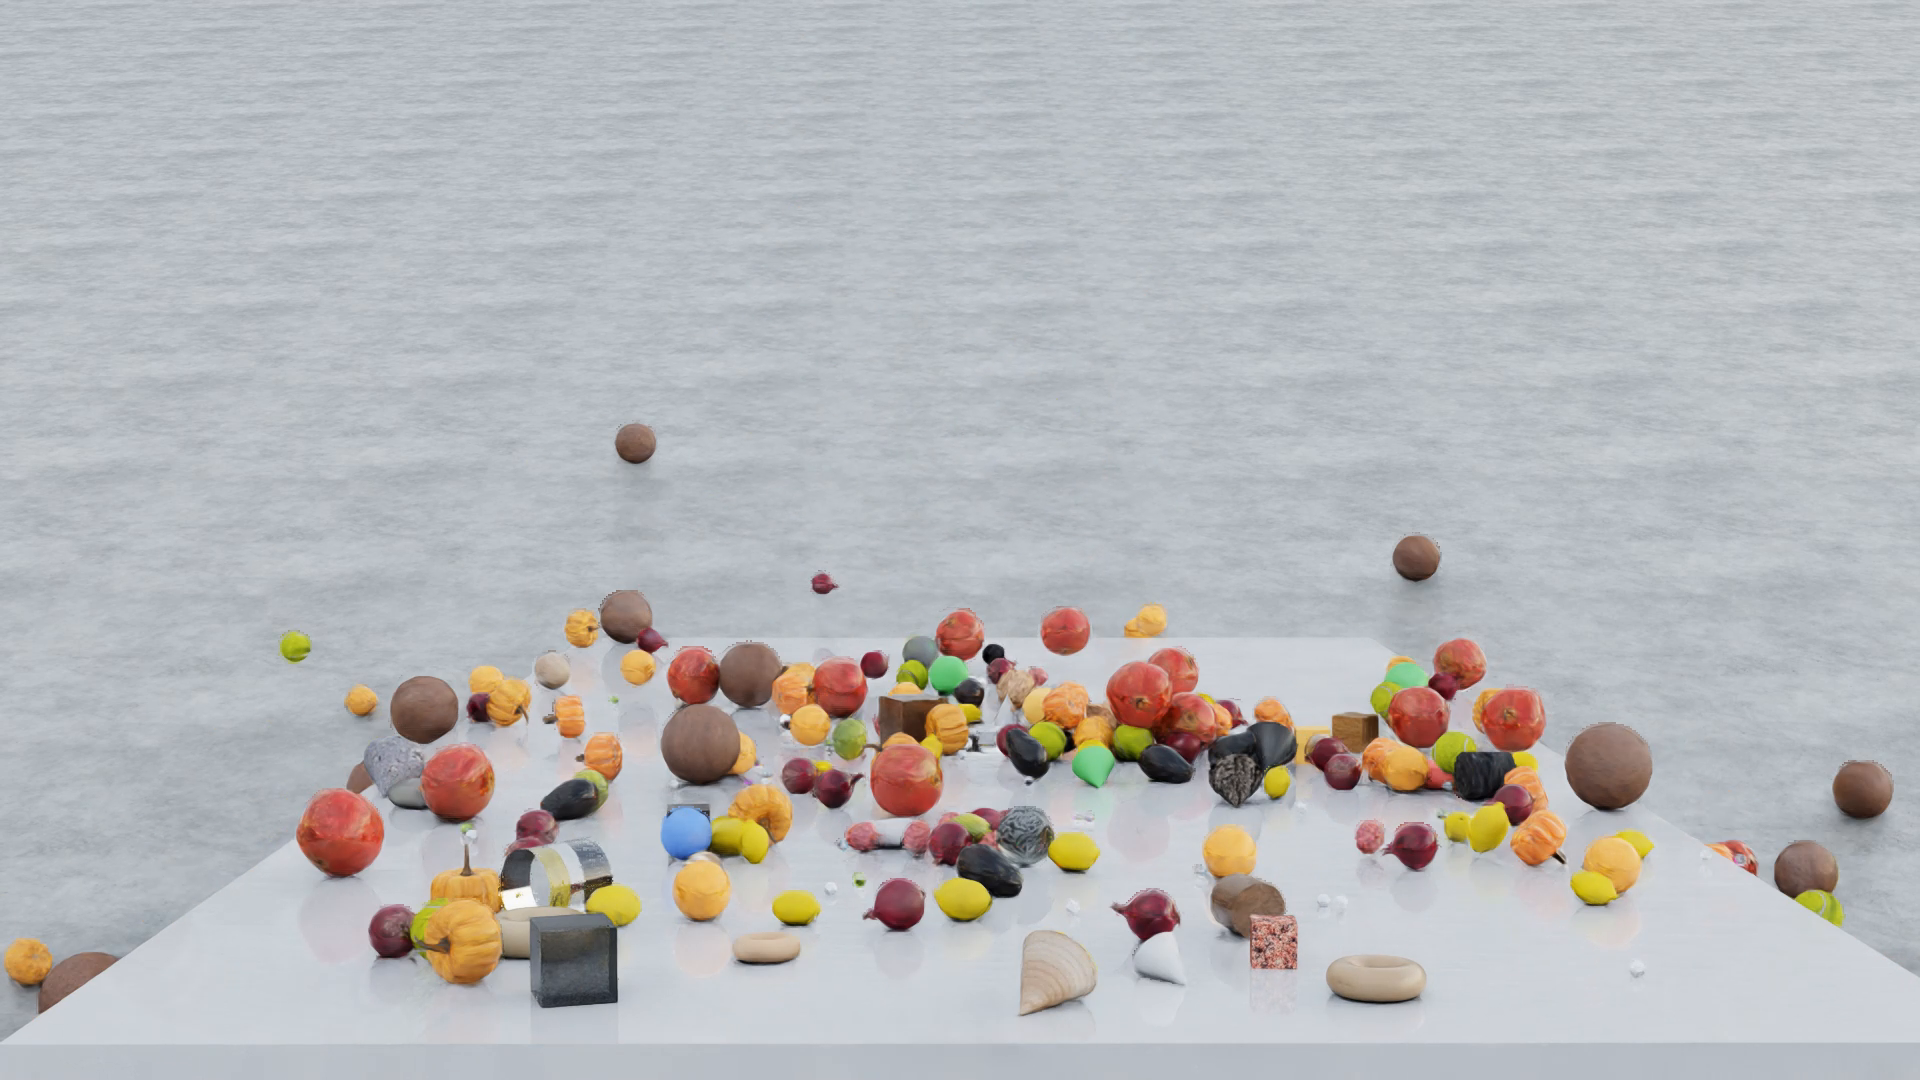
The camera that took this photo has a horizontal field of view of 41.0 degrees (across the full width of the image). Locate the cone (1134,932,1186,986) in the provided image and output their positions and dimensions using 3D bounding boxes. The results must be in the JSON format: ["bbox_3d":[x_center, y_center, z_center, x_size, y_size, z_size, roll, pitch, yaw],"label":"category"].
[{"bbox_3d":[0.230,0.468,2.792,0.059,0.059,0.059,-12,42,-29],"label":"cone"}]

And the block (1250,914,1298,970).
[{"bbox_3d":[0.351,0.450,2.877,0.050,0.050,0.050,0,4,4],"label":"block"}]

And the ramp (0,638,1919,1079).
[{"bbox_3d":[0.047,0.423,4.534,2.000,0.100,4.000,0,4,0],"label":"ramp"}]

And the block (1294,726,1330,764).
[{"bbox_3d":[0.604,0.351,4.403,0.058,0.058,0.058,0,4,5],"label":"block"}]

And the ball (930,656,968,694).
[{"bbox_3d":[-0.024,0.281,5.351,0.082,0.082,0.082,0,20,0],"label":"ball"}]

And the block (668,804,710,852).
[{"bbox_3d":[-0.379,0.402,3.584,0.059,0.059,0.059,0,4,-6],"label":"block"}]

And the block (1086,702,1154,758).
[{"bbox_3d":[0.281,0.332,4.503,0.085,0.085,0.085,-3,4,-36],"label":"block"}]

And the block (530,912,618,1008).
[{"bbox_3d":[-0.410,0.445,2.724,0.080,0.080,0.080,-1,4,-18],"label":"block"}]

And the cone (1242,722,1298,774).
[{"bbox_3d":[0.511,0.367,4.278,0.094,0.094,0.094,4,31,11],"label":"cone"}]

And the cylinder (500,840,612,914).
[{"bbox_3d":[-0.488,0.414,3.103,0.095,0.095,0.095,18,13,41],"label":"cylinder"}]

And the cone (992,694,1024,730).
[{"bbox_3d":[0.089,0.321,4.847,0.063,0.063,0.063,0,4,0],"label":"cone"}]

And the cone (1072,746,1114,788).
[{"bbox_3d":[0.220,0.381,4.144,0.070,0.070,0.070,-2,30,-5],"label":"cone"}]

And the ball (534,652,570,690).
[{"bbox_3d":[-0.865,0.278,5.447,0.077,0.077,0.077,0,20,0],"label":"ball"}]

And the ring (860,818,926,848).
[{"bbox_3d":[-0.095,0.414,3.623,0.094,0.031,0.094,-3,2,0],"label":"ring"}]

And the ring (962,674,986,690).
[{"bbox_3d":[0.016,0.303,5.439,0.083,0.028,0.083,-2,3,0],"label":"ring"}]

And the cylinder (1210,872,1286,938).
[{"bbox_3d":[0.339,0.432,3.030,0.067,0.067,0.067,-6,5,-17],"label":"cylinder"}]

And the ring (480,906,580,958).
[{"bbox_3d":[-0.488,0.451,2.952,0.126,0.042,0.126,-1,3,0],"label":"ring"}]

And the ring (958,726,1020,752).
[{"bbox_3d":[0.051,0.353,4.550,0.109,0.036,0.109,-3,5,0],"label":"ring"}]

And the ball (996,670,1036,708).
[{"bbox_3d":[0.112,0.297,5.116,0.079,0.079,0.079,0,20,0],"label":"ball"}]

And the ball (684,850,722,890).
[{"bbox_3d":[-0.330,0.425,3.299,0.050,0.050,0.050,0,20,0],"label":"ball"}]

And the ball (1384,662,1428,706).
[{"bbox_3d":[0.895,0.289,5.149,0.089,0.089,0.089,0,20,0],"label":"ball"}]

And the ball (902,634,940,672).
[{"bbox_3d":[-0.088,0.255,5.776,0.082,0.082,0.082,0,20,0],"label":"ball"}]

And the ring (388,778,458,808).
[{"bbox_3d":[-0.829,0.391,3.962,0.106,0.035,0.106,1,4,0],"label":"ring"}]

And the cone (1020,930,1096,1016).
[{"bbox_3d":[0.083,0.468,2.673,0.089,0.089,0.089,11,35,28],"label":"cone"}]

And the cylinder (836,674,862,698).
[{"bbox_3d":[-0.229,0.301,5.274,0.052,0.052,0.052,0,20,-2],"label":"cylinder"}]

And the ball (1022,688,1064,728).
[{"bbox_3d":[0.157,0.316,4.828,0.077,0.077,0.077,0,20,0],"label":"ball"}]

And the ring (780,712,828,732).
[{"bbox_3d":[-0.291,0.340,4.810,0.092,0.031,0.092,4,2,0],"label":"ring"}]

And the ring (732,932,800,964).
[{"bbox_3d":[-0.219,0.461,2.907,0.077,0.026,0.077,0,2,0],"label":"ring"}]

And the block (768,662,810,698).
[{"bbox_3d":[-0.357,0.291,5.348,0.062,0.062,0.062,2,4,35],"label":"block"}]

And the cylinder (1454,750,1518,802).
[{"bbox_3d":[0.820,0.367,4.006,0.073,0.073,0.073,-6,21,-11],"label":"cylinder"}]

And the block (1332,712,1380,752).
[{"bbox_3d":[0.701,0.341,4.553,0.061,0.061,0.061,3,5,39],"label":"block"}]

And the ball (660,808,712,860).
[{"bbox_3d":[-0.373,0.402,3.503,0.071,0.071,0.071,0,20,0],"label":"ball"}]

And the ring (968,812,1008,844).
[{"bbox_3d":[0.064,0.410,3.656,0.106,0.035,0.106,0,2,0],"label":"ring"}]

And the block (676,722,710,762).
[{"bbox_3d":[-0.462,0.350,4.439,0.058,0.058,0.058,-1,4,-8],"label":"block"}]

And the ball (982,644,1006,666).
[{"bbox_3d":[0.078,0.263,5.878,0.052,0.052,0.052,0,20,0],"label":"ball"}]

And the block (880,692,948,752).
[{"bbox_3d":[-0.082,0.325,4.569,0.091,0.091,0.091,-2,4,-29],"label":"block"}]

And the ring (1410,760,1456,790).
[{"bbox_3d":[0.781,0.378,4.142,0.110,0.037,0.110,-1,4,0],"label":"ring"}]

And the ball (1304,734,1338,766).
[{"bbox_3d":[0.612,0.356,4.345,0.056,0.056,0.056,0,20,0],"label":"ball"}]

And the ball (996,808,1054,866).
[{"bbox_3d":[0.088,0.399,3.459,0.078,0.078,0.078,0,20,0],"label":"ball"}]

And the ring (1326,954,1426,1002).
[{"bbox_3d":[0.444,0.467,2.736,0.107,0.036,0.107,0,2,0],"label":"ring"}]
